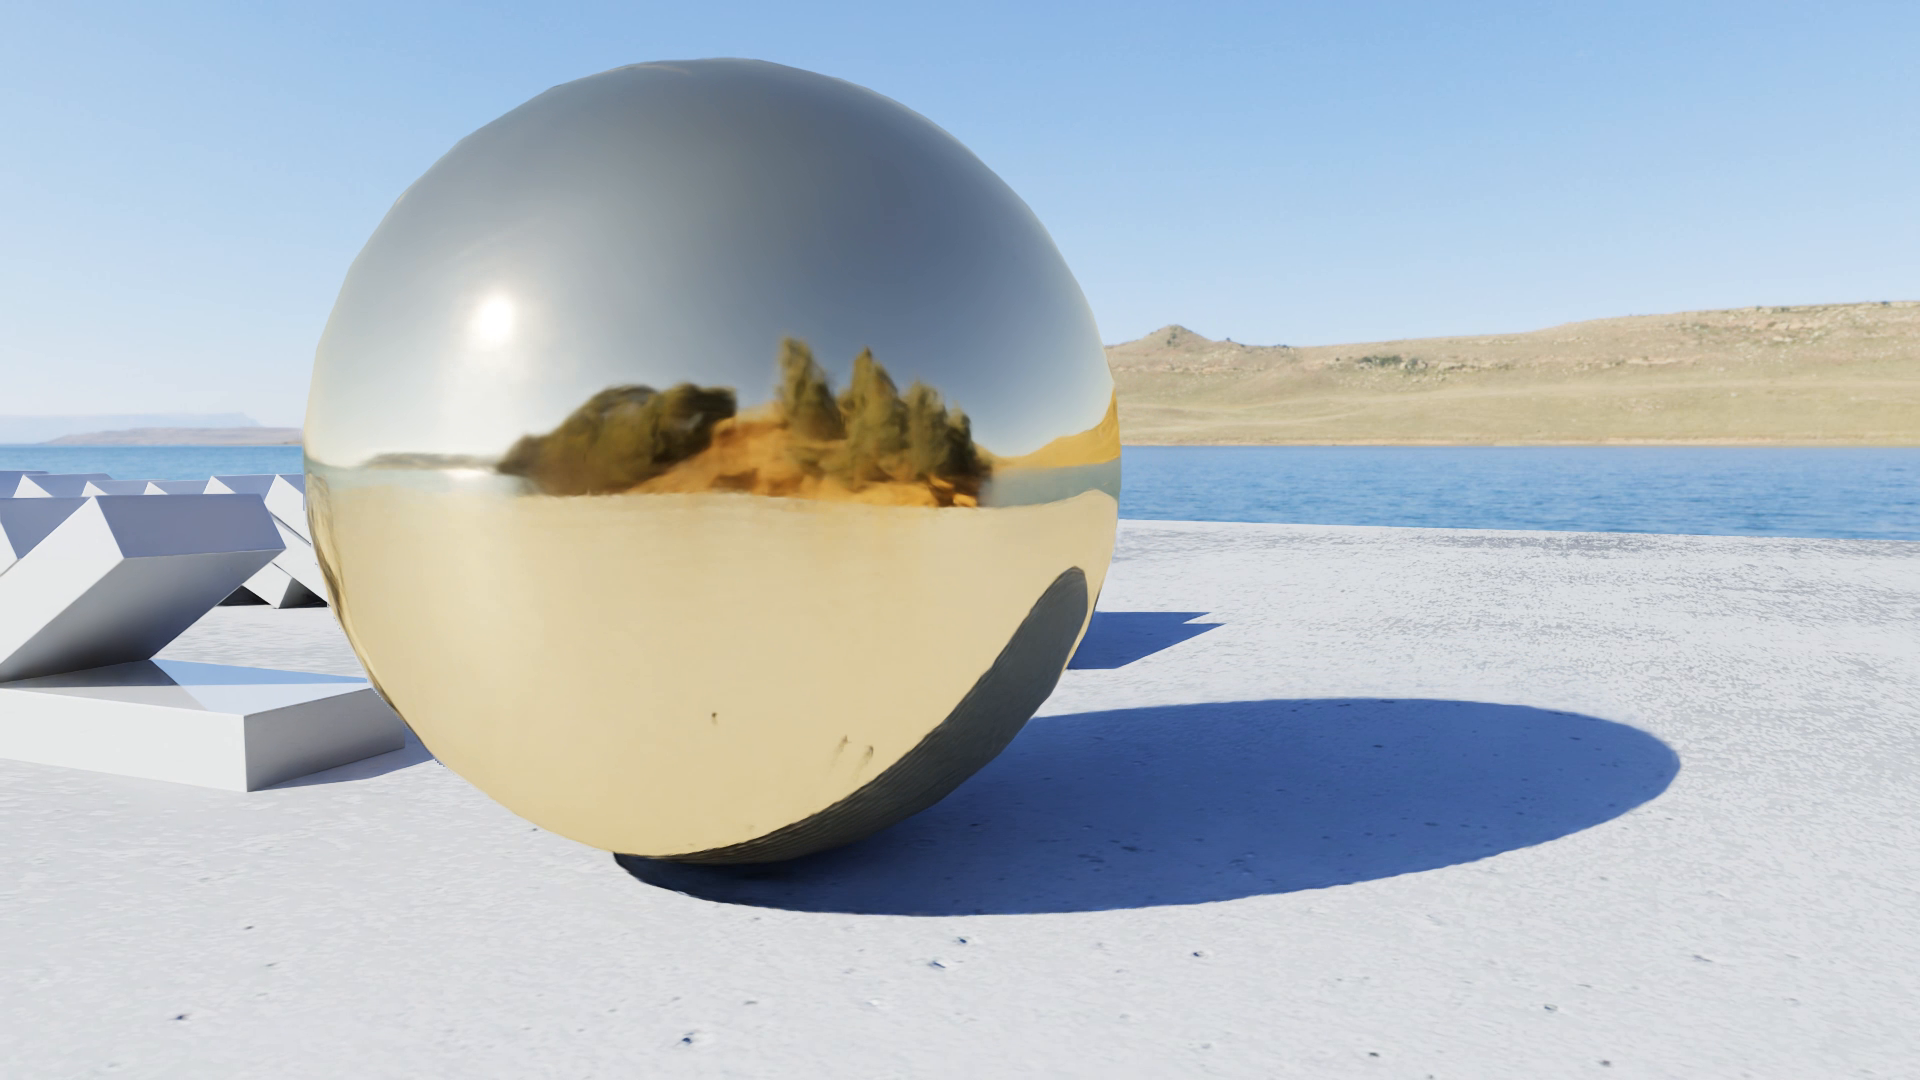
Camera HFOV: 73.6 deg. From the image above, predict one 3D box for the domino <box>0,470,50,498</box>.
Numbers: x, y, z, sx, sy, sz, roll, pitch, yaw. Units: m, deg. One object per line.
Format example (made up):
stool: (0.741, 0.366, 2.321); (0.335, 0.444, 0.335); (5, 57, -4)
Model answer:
domino: (-0.252, -0.002, 0.359); (0.050, 0.010, 0.025); (34, 9, 9)

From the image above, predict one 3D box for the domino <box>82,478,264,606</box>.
domino: (-0.211, 0.000, 0.351); (0.050, 0.009, 0.025); (30, 11, 10)

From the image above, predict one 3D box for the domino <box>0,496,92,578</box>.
domino: (-0.142, 0.011, 0.189); (0.050, 0.009, 0.025); (-33, -8, 19)

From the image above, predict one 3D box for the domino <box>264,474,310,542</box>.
domino: (-0.155, 0.000, 0.339); (0.050, 0.010, 0.025); (34, 13, 13)

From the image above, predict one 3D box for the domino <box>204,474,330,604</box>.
domino: (-0.173, 0.000, 0.342); (0.050, 0.010, 0.025); (33, 11, 10)

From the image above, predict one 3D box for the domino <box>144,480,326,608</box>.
domino: (-0.192, 0.000, 0.347); (0.050, 0.010, 0.025); (31, 11, 10)

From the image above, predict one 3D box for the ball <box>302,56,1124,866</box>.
ball: (-0.023, -0.007, 0.133); (0.080, 0.080, 0.080); (0, 4, 0)

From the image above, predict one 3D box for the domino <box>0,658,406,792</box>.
domino: (-0.106, 0.025, 0.177); (0.050, 0.009, 0.025); (2, 5, 22)

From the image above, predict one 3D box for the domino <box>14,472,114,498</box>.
domino: (-0.232, -0.001, 0.356); (0.050, 0.009, 0.025); (33, 11, 10)

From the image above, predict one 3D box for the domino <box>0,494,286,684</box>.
domino: (-0.124, 0.011, 0.183); (0.050, 0.009, 0.025); (-33, -8, 18)
